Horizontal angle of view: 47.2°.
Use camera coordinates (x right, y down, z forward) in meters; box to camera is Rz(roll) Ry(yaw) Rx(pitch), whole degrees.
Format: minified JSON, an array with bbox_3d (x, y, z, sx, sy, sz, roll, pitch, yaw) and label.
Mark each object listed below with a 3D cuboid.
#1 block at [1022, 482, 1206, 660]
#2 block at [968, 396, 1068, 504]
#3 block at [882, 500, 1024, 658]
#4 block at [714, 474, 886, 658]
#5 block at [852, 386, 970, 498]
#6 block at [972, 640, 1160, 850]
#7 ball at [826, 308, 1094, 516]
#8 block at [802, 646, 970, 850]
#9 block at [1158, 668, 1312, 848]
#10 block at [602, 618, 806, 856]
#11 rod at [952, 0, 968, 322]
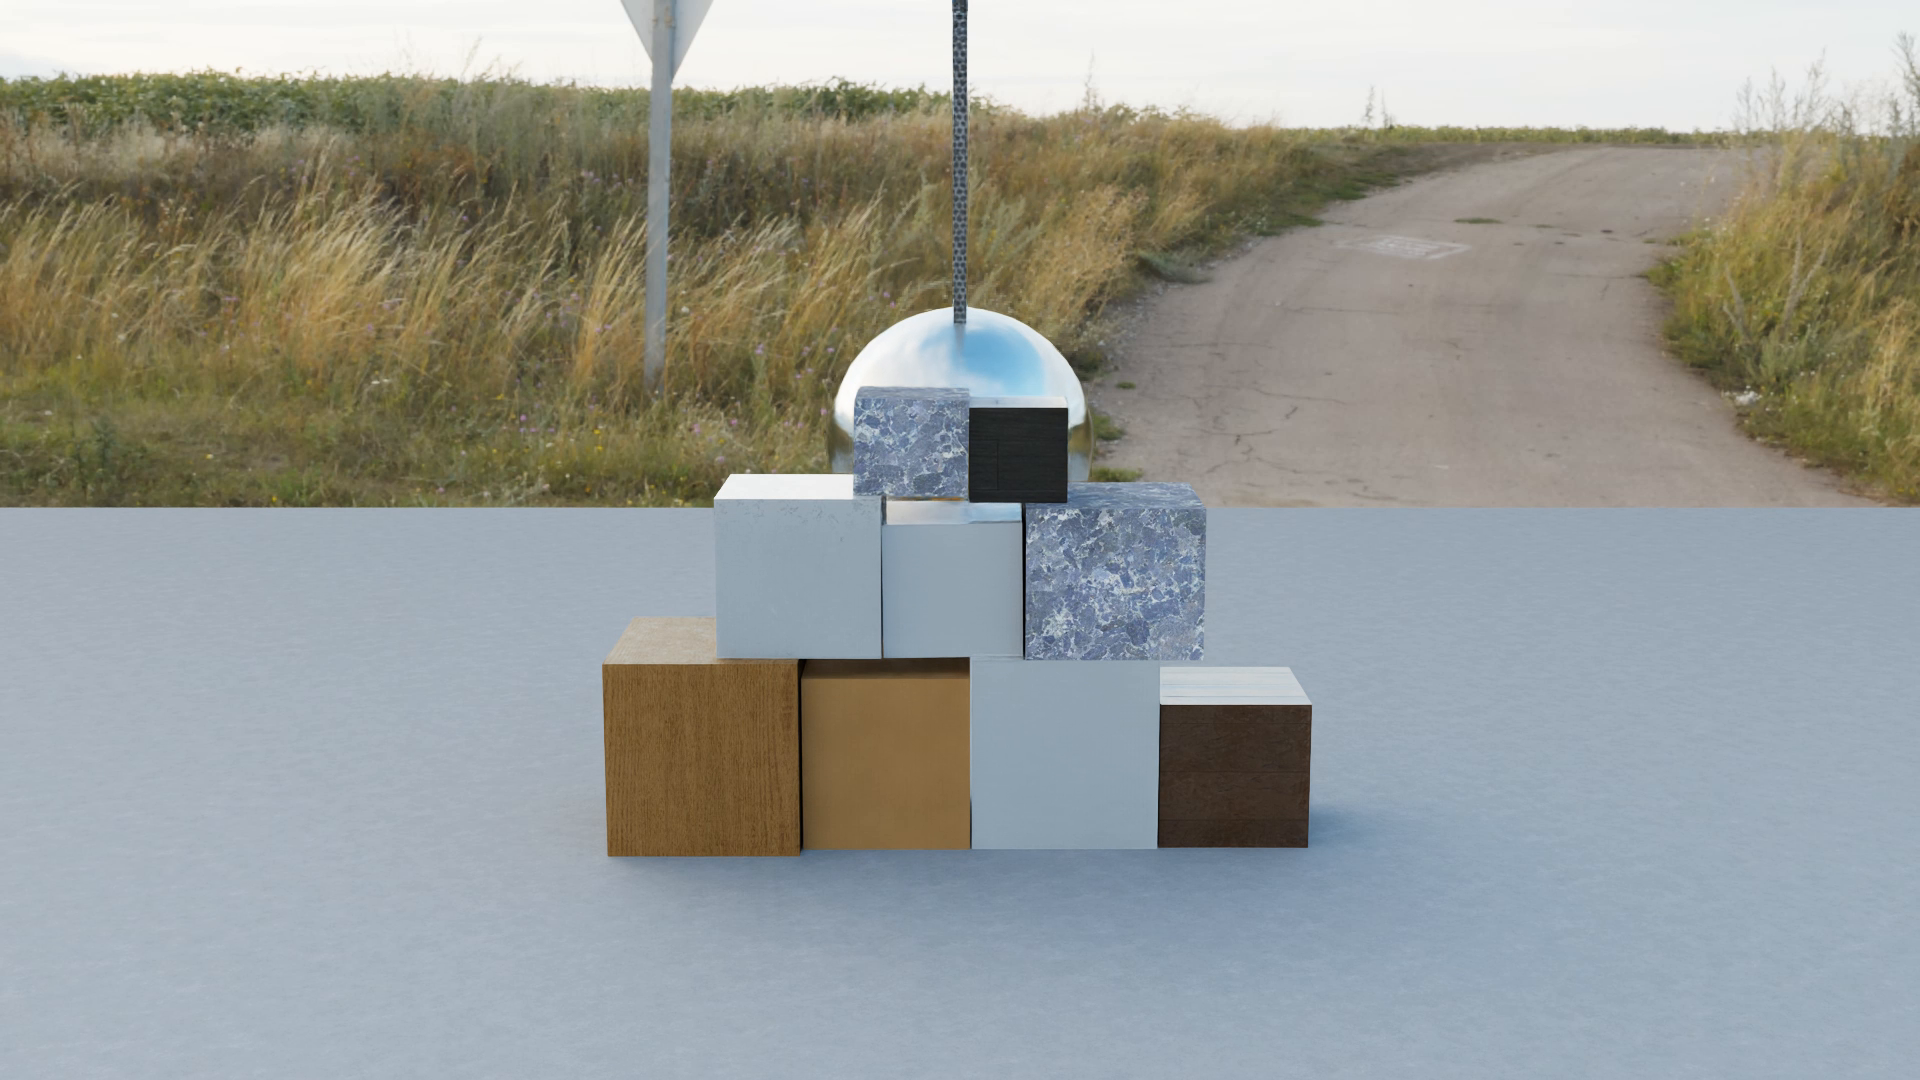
[{"bbox_3d":[0.763,0.146,11.213,0.879,0.757,0.855,0,10,0],"label":"block"},{"bbox_3d":[0.289,-0.458,11.083,0.487,0.477,0.449,0,10,0],"label":"block"},{"bbox_3d":[-0.037,0.189,11.216,0.693,0.672,0.706,-1,10,0],"label":"block"},{"bbox_3d":[-0.795,0.122,11.184,0.813,0.798,0.801,0,10,0],"label":"block"},{"bbox_3d":[-0.241,-0.503,11.074,0.564,0.478,0.564,1,10,0],"label":"block"},{"bbox_3d":[0.525,0.995,11.373,0.930,0.973,0.864,0,10,0],"label":"block"},{"bbox_3d":[0.000,-0.592,13.181,1.600,1.600,1.600,0,10,0],"label":"ball"},{"bbox_3d":[-0.368,1.041,11.384,0.836,0.879,0.884,0,10,0],"label":"block"},{"bbox_3d":[1.375,1.111,11.380,0.750,0.741,0.789,0,10,0],"label":"block"},{"bbox_3d":[-1.273,0.993,11.365,0.954,0.981,1.079,0,10,0],"label":"block"},{"bbox_3d":[0.000,-3.520,11.454,0.080,5.200,0.080,0,31,0],"label":"rod"}]
